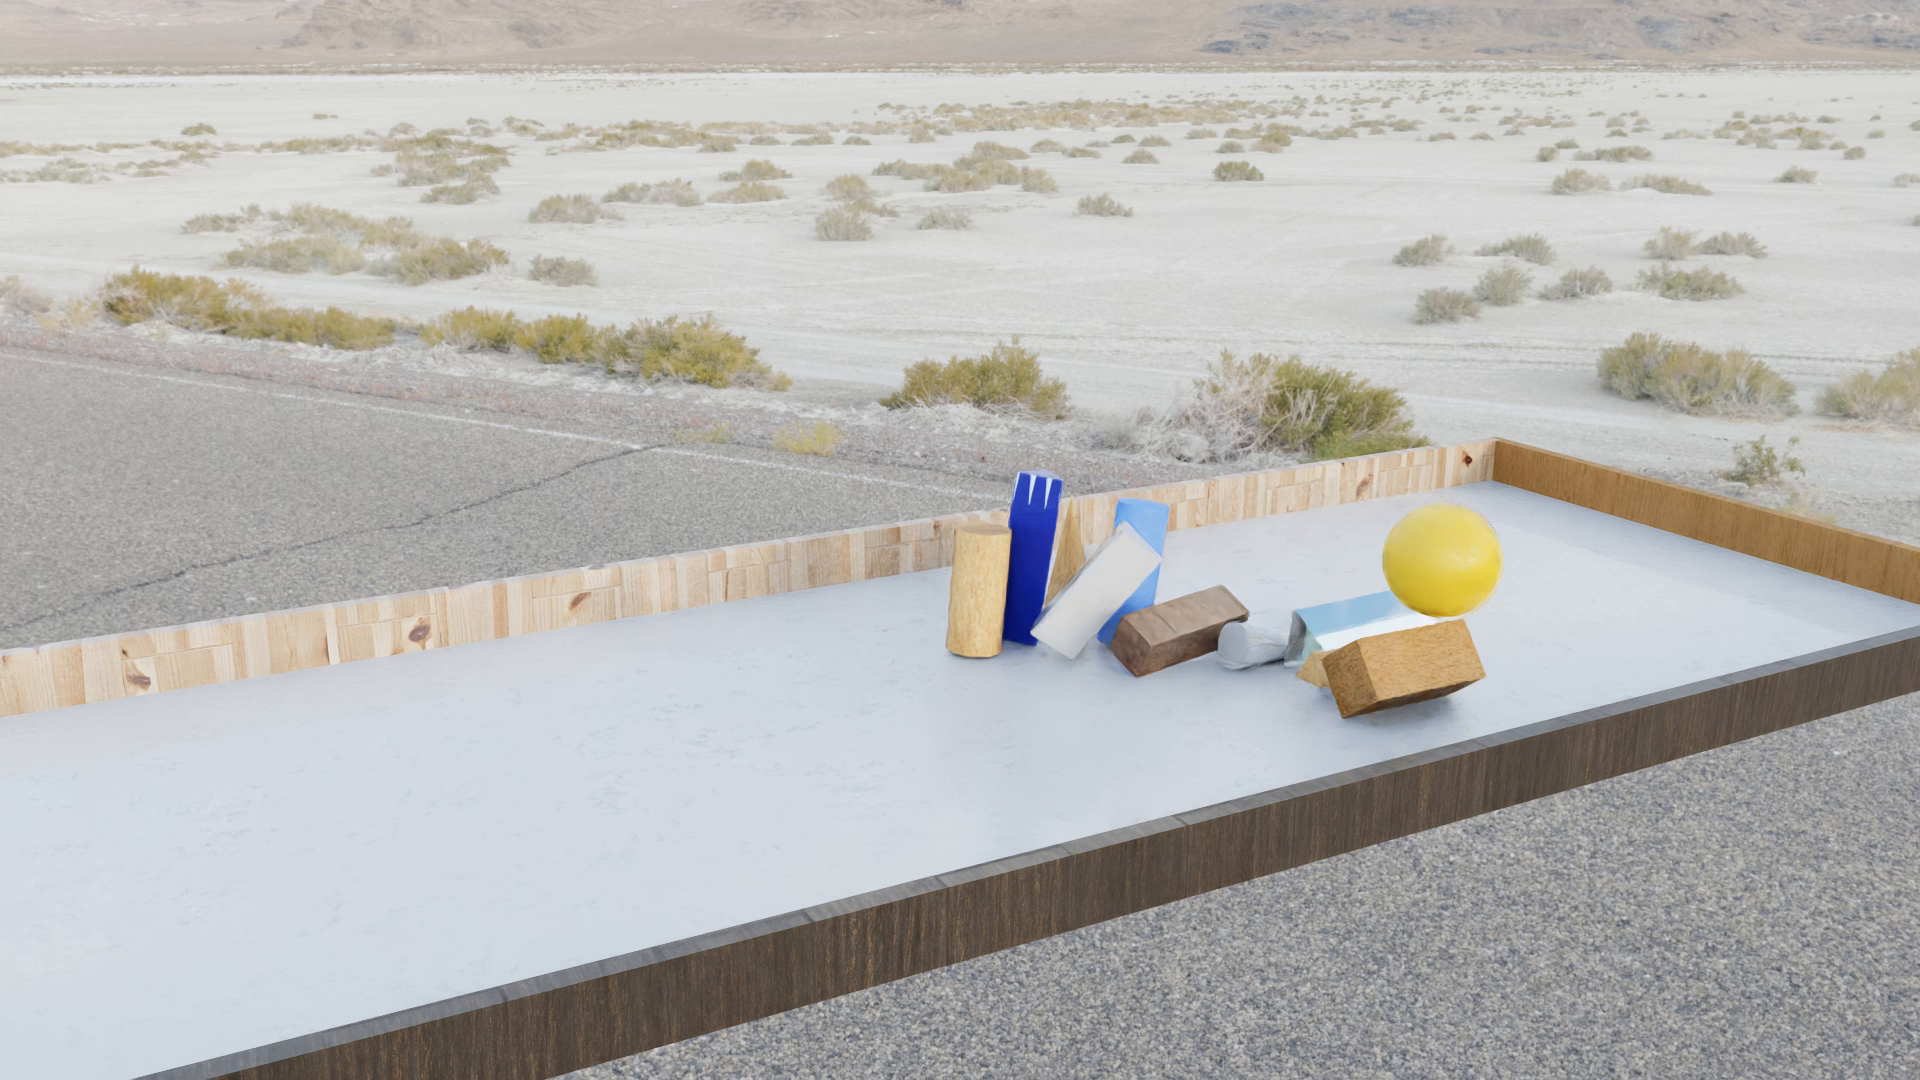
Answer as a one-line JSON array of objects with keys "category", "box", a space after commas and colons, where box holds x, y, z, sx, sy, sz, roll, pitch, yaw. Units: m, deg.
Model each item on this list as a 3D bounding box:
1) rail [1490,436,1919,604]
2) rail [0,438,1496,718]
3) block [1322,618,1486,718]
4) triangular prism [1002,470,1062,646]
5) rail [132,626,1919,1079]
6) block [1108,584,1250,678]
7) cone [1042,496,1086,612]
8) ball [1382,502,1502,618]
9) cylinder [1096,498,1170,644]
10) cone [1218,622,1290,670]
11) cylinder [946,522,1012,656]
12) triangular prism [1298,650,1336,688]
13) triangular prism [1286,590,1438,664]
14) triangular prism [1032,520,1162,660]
[{"category": "rail", "box": [2.466, -0.048, 5.253, 0.050, 0.150, 2.100, -9, 18, -27]}, {"category": "rail", "box": [-3.305, 0.497, 3.399, 12.000, 0.150, 0.050, -9, 18, -27]}, {"category": "block", "box": [1.059, 0.306, 3.939, 0.329, 0.151, 0.151, -8, -18, -26]}, {"category": "triangular prism", "box": [0.187, 0.041, 4.400, 0.123, 0.454, 0.107, 11, 13, 11]}, {"category": "rail", "box": [-2.336, 1.006, 1.665, 12.000, 0.150, 0.050, -9, 18, -27]}, {"category": "block", "box": [0.570, 0.233, 4.265, 0.364, 0.116, 0.116, -15, 48, -36]}, {"category": "cone", "box": [0.309, 0.037, 4.616, 0.155, 0.345, 0.155, 0, 16, 0]}, {"category": "ball", "box": [1.134, 0.048, 3.887, 0.272, 0.272, 0.272, 0, 16, 0]}, {"category": "cylinder", "box": [0.456, 0.088, 4.358, 0.137, 0.375, 0.137, 8, 10, -1]}, {"category": "cone", "box": [0.845, 0.278, 4.301, 0.337, 0.125, 0.125, 3, 13, -29]}, {"category": "cylinder", "box": [0.048, 0.128, 4.318, 0.148, 0.325, 0.148, 4, 13, -1]}, {"category": "triangular prism", "box": [1.014, 0.300, 4.129, 0.371, 0.076, 0.088, -4, 16, -32]}, {"category": "triangular prism", "box": [1.033, 0.213, 4.270, 0.432, 0.131, 0.152, -9, -6, -34]}, {"category": "triangular prism", "box": [0.333, 0.112, 4.268, 0.154, 0.357, 0.133, 32, 17, -30]}]
